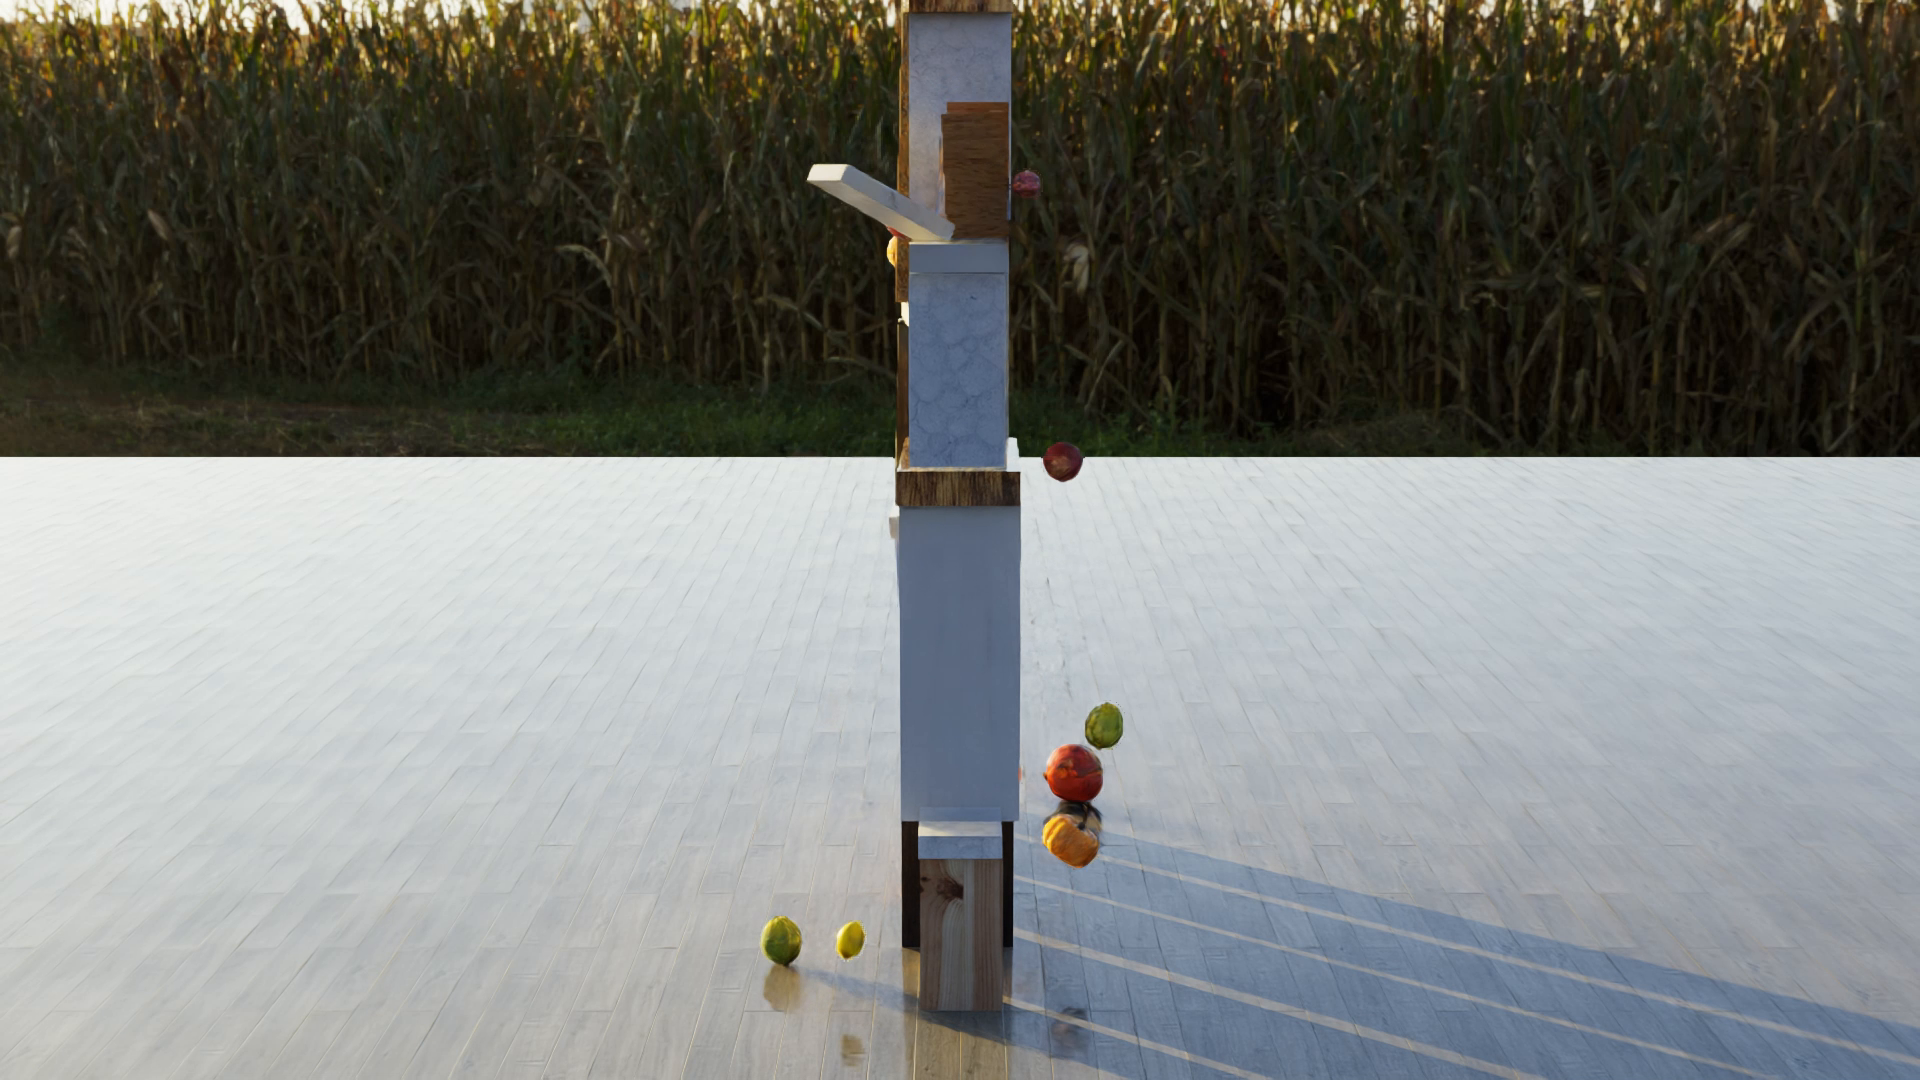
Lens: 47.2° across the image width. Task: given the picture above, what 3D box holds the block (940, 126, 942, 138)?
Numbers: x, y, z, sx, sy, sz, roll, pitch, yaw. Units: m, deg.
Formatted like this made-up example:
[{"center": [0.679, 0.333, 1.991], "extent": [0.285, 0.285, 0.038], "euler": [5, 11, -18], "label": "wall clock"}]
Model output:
[{"center": [0.004, -0.628, 3.380], "extent": [0.065, 0.018, 0.130], "euler": [0, 10, 1], "label": "block"}]

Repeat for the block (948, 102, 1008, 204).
[{"center": [0.027, -0.565, 3.306], "extent": [0.090, 0.181, 0.026], "euler": [0, 8, 1], "label": "block"}]

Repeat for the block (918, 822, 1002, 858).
[{"center": [0.000, 0.413, 3.228], "extent": [0.119, 0.034, 0.238], "euler": [0, 11, 0], "label": "block"}]

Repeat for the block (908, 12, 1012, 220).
[{"center": [0.000, -0.671, 3.484], "extent": [0.162, 0.323, 0.046], "euler": [0, 13, 0], "label": "block"}]

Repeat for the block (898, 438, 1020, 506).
[{"center": [0.000, -0.103, 3.221], "extent": [0.171, 0.049, 0.343], "euler": [0, 11, 0], "label": "block"}]

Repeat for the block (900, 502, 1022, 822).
[{"center": [0.000, 0.172, 3.156], "extent": [0.171, 0.467, 0.049], "euler": [0, 10, 0], "label": "block"}]

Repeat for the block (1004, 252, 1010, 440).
[{"center": [0.003, -0.296, 3.350], "extent": [0.142, 0.283, 0.040], "euler": [0, 10, 1], "label": "block"}]

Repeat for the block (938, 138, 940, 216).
[{"center": [-0.001, -0.562, 3.431], "extent": [0.065, 0.130, 0.018], "euler": [0, 10, 1], "label": "block"}]

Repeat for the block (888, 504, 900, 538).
[{"center": [-0.052, -0.050, 3.910], "extent": [0.133, 0.038, 0.266], "euler": [-4, 11, 2], "label": "block"}]

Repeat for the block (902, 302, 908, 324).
[{"center": [-0.031, -0.378, 3.707], "extent": [0.117, 0.033, 0.234], "euler": [0, 13, -6], "label": "block"}]

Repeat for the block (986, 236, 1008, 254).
[{"center": [0.002, -0.473, 3.417], "extent": [0.142, 0.040, 0.283], "euler": [0, 11, 0], "label": "block"}]

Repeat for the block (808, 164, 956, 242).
[{"center": [-0.109, -0.471, 3.076], "extent": [0.197, 0.026, 0.090], "euler": [25, -7, -35], "label": "block"}]

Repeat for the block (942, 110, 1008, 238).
[{"center": [0.022, -0.538, 3.240], "extent": [0.090, 0.181, 0.026], "euler": [-2, 14, 1], "label": "block"}]

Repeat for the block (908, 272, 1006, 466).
[{"center": [-0.004, -0.239, 3.082], "extent": [0.135, 0.269, 0.038], "euler": [0, 10, 0], "label": "block"}]

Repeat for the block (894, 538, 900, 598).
[{"center": [-0.038, 0.115, 3.850], "extent": [0.133, 0.266, 0.038], "euler": [-4, 11, 0], "label": "block"}]

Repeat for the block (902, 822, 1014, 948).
[{"center": [-0.004, 0.460, 3.421], "extent": [0.173, 0.347, 0.049], "euler": [0, 11, 0], "label": "block"}]

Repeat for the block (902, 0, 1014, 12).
[{"center": [-0.008, -0.873, 3.534], "extent": [0.162, 0.046, 0.323], "euler": [-1, 13, -3], "label": "block"}]

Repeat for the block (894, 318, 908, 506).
[{"center": [-0.051, -0.220, 3.809], "extent": [0.117, 0.321, 0.033], "euler": [1, 9, -4], "label": "block"}]

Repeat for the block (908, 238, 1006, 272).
[{"center": [-0.003, -0.408, 3.142], "extent": [0.135, 0.038, 0.269], "euler": [0, 9, 0], "label": "block"}]

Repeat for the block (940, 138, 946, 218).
[{"center": [0.001, -0.547, 3.350], "extent": [0.065, 0.130, 0.018], "euler": [0, 8, -1], "label": "block"}]

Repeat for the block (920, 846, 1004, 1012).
[{"center": [0.003, 0.561, 3.175], "extent": [0.119, 0.238, 0.034], "euler": [0, 11, 2], "label": "block"}]

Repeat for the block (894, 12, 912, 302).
[{"center": [-0.022, -0.640, 3.703], "extent": [0.162, 0.478, 0.046], "euler": [0, 15, -5], "label": "block"}]
